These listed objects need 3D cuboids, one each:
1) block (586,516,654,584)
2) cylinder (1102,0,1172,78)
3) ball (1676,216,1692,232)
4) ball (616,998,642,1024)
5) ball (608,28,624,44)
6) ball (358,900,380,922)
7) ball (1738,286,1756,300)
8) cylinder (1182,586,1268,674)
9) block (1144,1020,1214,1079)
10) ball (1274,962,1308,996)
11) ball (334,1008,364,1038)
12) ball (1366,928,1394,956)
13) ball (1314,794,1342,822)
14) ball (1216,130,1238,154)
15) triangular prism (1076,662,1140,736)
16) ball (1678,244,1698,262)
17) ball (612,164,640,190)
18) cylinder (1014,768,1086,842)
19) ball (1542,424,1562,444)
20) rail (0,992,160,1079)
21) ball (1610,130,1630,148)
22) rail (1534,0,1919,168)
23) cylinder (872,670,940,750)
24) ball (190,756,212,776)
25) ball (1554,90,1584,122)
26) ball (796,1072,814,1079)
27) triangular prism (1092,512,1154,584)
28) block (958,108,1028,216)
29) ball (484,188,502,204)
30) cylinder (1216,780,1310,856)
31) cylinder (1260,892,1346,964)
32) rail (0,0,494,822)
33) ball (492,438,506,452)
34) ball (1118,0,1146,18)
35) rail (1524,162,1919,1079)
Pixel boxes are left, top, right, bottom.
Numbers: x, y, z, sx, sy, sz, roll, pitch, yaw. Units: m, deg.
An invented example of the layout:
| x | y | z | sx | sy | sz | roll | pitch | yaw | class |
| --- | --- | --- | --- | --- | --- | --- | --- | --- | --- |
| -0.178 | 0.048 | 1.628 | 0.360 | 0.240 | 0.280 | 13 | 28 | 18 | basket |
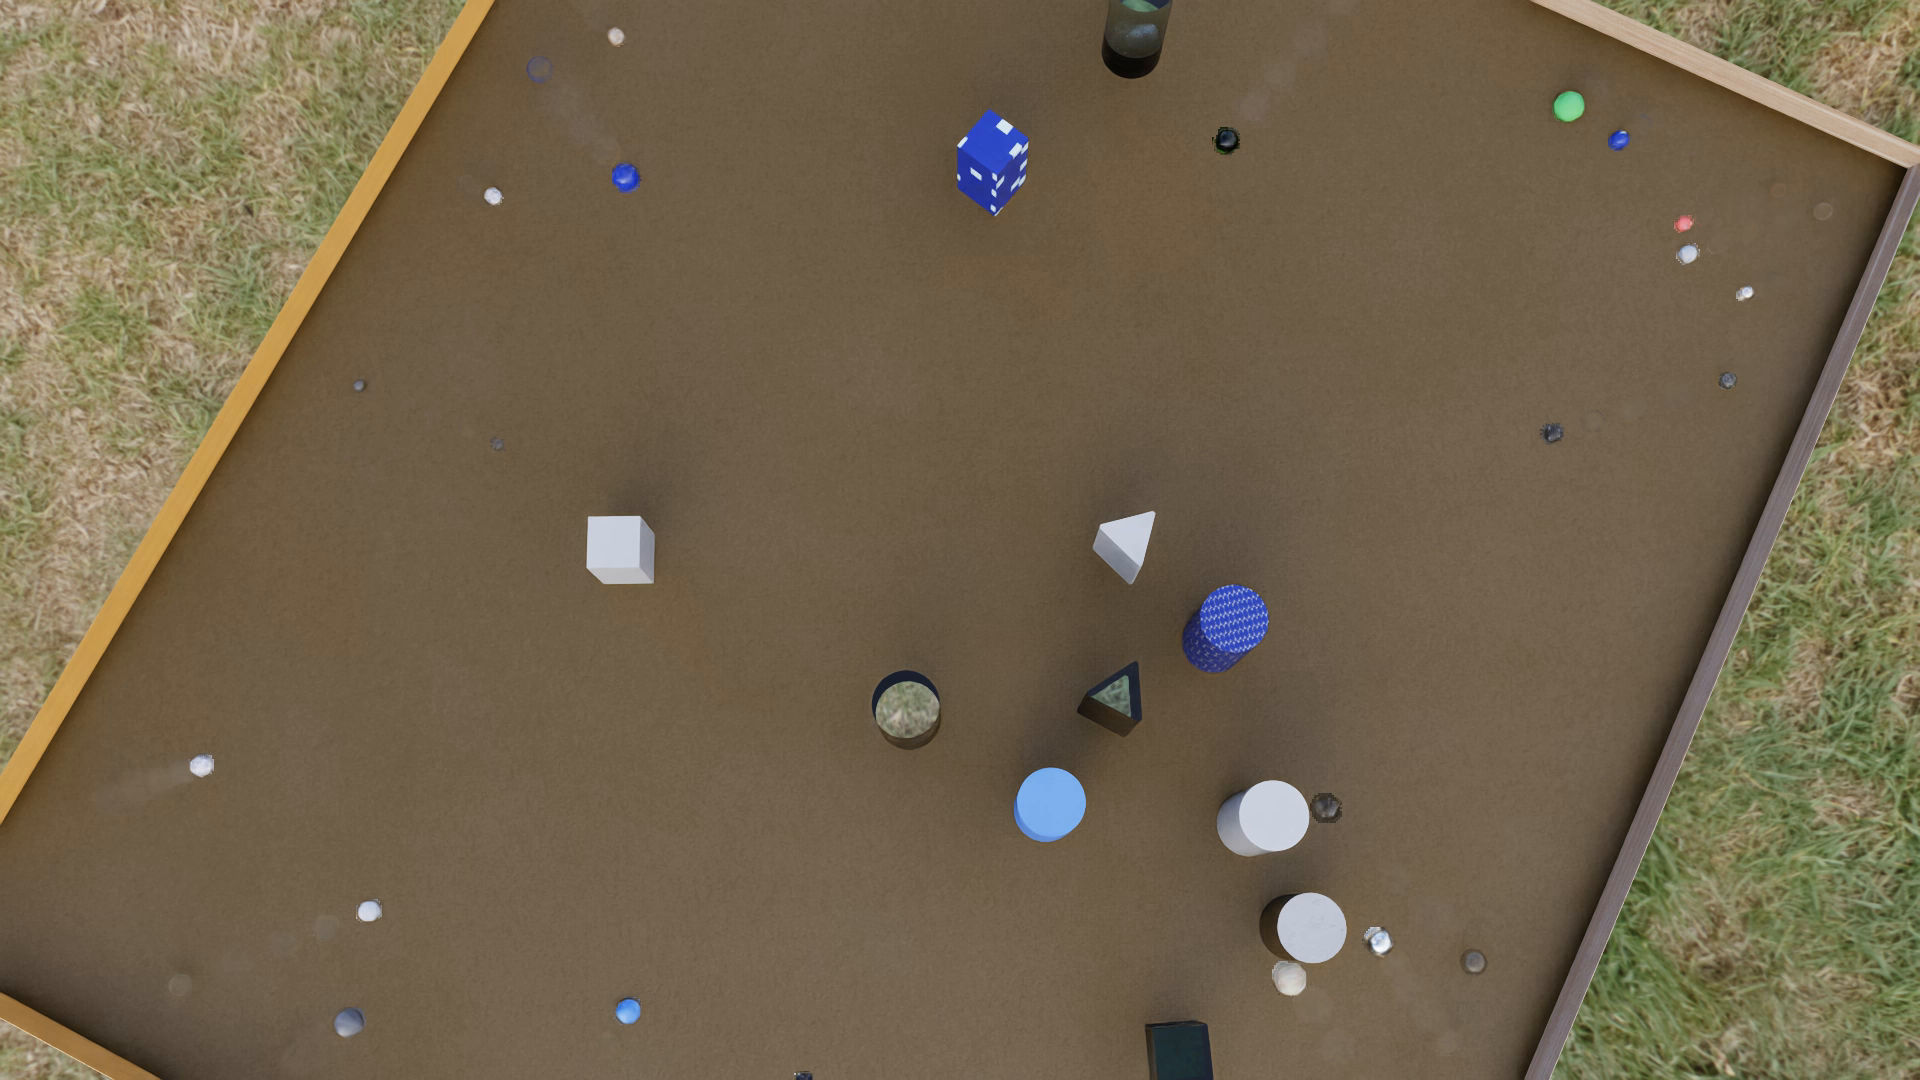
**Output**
| x | y | z | sx | sy | sz | roll | pitch | yaw | class |
| --- | --- | --- | --- | --- | --- | --- | --- | --- | --- |
| -1.011 | 0.032 | 5.477 | 0.153 | 0.260 | 0.153 | -1 | 78 | 0 | block |
| 0.555 | -1.630 | 5.726 | 0.191 | 0.446 | 0.191 | 0 | 78 | 0 | cylinder |
| 2.292 | -1.001 | 5.800 | 0.045 | 0.045 | 0.045 | 0 | 78 | 0 | ball |
| -0.958 | 1.363 | 5.298 | 0.071 | 0.071 | 0.071 | 0 | 78 | 0 | ball |
| -1.113 | -1.629 | 5.925 | 0.055 | 0.055 | 0.055 | 0 | 78 | 0 | ball |
| -1.729 | 1.086 | 5.360 | 0.063 | 0.063 | 0.063 | 0 | 78 | 0 | ball |
| 2.470 | -0.774 | 5.752 | 0.048 | 0.048 | 0.048 | 0 | 78 | 0 | ball |
| 0.768 | 0.264 | 5.339 | 0.191 | 0.437 | 0.191 | 0 | 78 | 0 | cylinder |
| 0.619 | 1.452 | 5.193 | 0.153 | 0.240 | 0.153 | -5 | 78 | -1 | block |
| 0.956 | 1.269 | 5.302 | 0.096 | 0.096 | 0.096 | 0 | 78 | 0 | ball |
| -1.763 | 1.393 | 5.287 | 0.080 | 0.080 | 0.080 | 0 | 78 | 0 | ball |
| 1.220 | 1.172 | 5.333 | 0.081 | 0.081 | 0.081 | 0 | 78 | 0 | ball |
| 1.084 | 0.792 | 5.411 | 0.081 | 0.081 | 0.081 | 0 | 78 | 0 | ball |
| 0.851 | -1.271 | 5.841 | 0.075 | 0.075 | 0.075 | 0 | 78 | 0 | ball |
| 0.457 | 0.445 | 5.293 | 0.166 | 0.453 | 0.144 | 27 | 80 | 5 | triangular prism |
| 2.295 | -0.902 | 5.775 | 0.056 | 0.056 | 0.056 | 0 | 78 | 0 | ball |
| -1.061 | -1.151 | 5.810 | 0.087 | 0.087 | 0.087 | 0 | 78 | 0 | ball |
| 0.255 | 0.766 | 5.276 | 0.191 | 0.357 | 0.191 | 0 | 78 | 0 | cylinder |
| 1.829 | -0.327 | 5.655 | 0.057 | 0.057 | 0.057 | 0 | 78 | 0 | ball |
| -1.093 | 2.147 | 5.108 | 4.377 | 0.124 | 0.045 | 26 | 80 | 5 | rail |
| 2.107 | -1.279 | 5.851 | 0.058 | 0.058 | 0.058 | 0 | 78 | 0 | ball |
| 1.093 | -2.134 | 5.993 | 4.377 | 0.124 | 0.045 | 26 | 80 | 5 | rail |
| -0.152 | 0.498 | 5.329 | 0.191 | 0.361 | 0.191 | 0 | 78 | 0 | cylinder |
| -2.255 | 0.672 | 5.445 | 0.063 | 0.063 | 0.063 | 0 | 78 | 0 | ball |
| 1.946 | -1.386 | 5.855 | 0.094 | 0.094 | 0.094 | 0 | 78 | 0 | ball |
| -0.448 | 1.559 | 5.267 | 0.054 | 0.054 | 0.054 | 0 | 78 | 0 | ball |
| 0.515 | -0.002 | 5.462 | 0.144 | 0.303 | 0.166 | -44 | 82 | -8 | triangular prism |
| 0.100 | -1.168 | 5.690 | 0.153 | 0.330 | 0.153 | 38 | 81 | 7 | block |
| -1.482 | -1.091 | 5.816 | 0.052 | 0.052 | 0.052 | 0 | 78 | 0 | ball |
| 0.858 | 0.798 | 5.222 | 0.191 | 0.450 | 0.191 | 0 | 78 | 0 | cylinder |
| 0.974 | 1.105 | 5.226 | 0.191 | 0.318 | 0.191 | 0 | 78 | 0 | cylinder |
| -1.936 | -0.941 | 5.747 | 0.045 | 0.124 | 4.934 | 26 | 80 | 5 | rail |
| -1.424 | -0.293 | 5.656 | 0.041 | 0.041 | 0.041 | 0 | 78 | 0 | ball |
| 0.555 | -1.736 | 5.931 | 0.088 | 0.088 | 0.088 | 0 | 78 | 0 | ball |
| 1.936 | 0.955 | 5.354 | 0.045 | 0.124 | 4.934 | 26 | 80 | 5 | rail |
